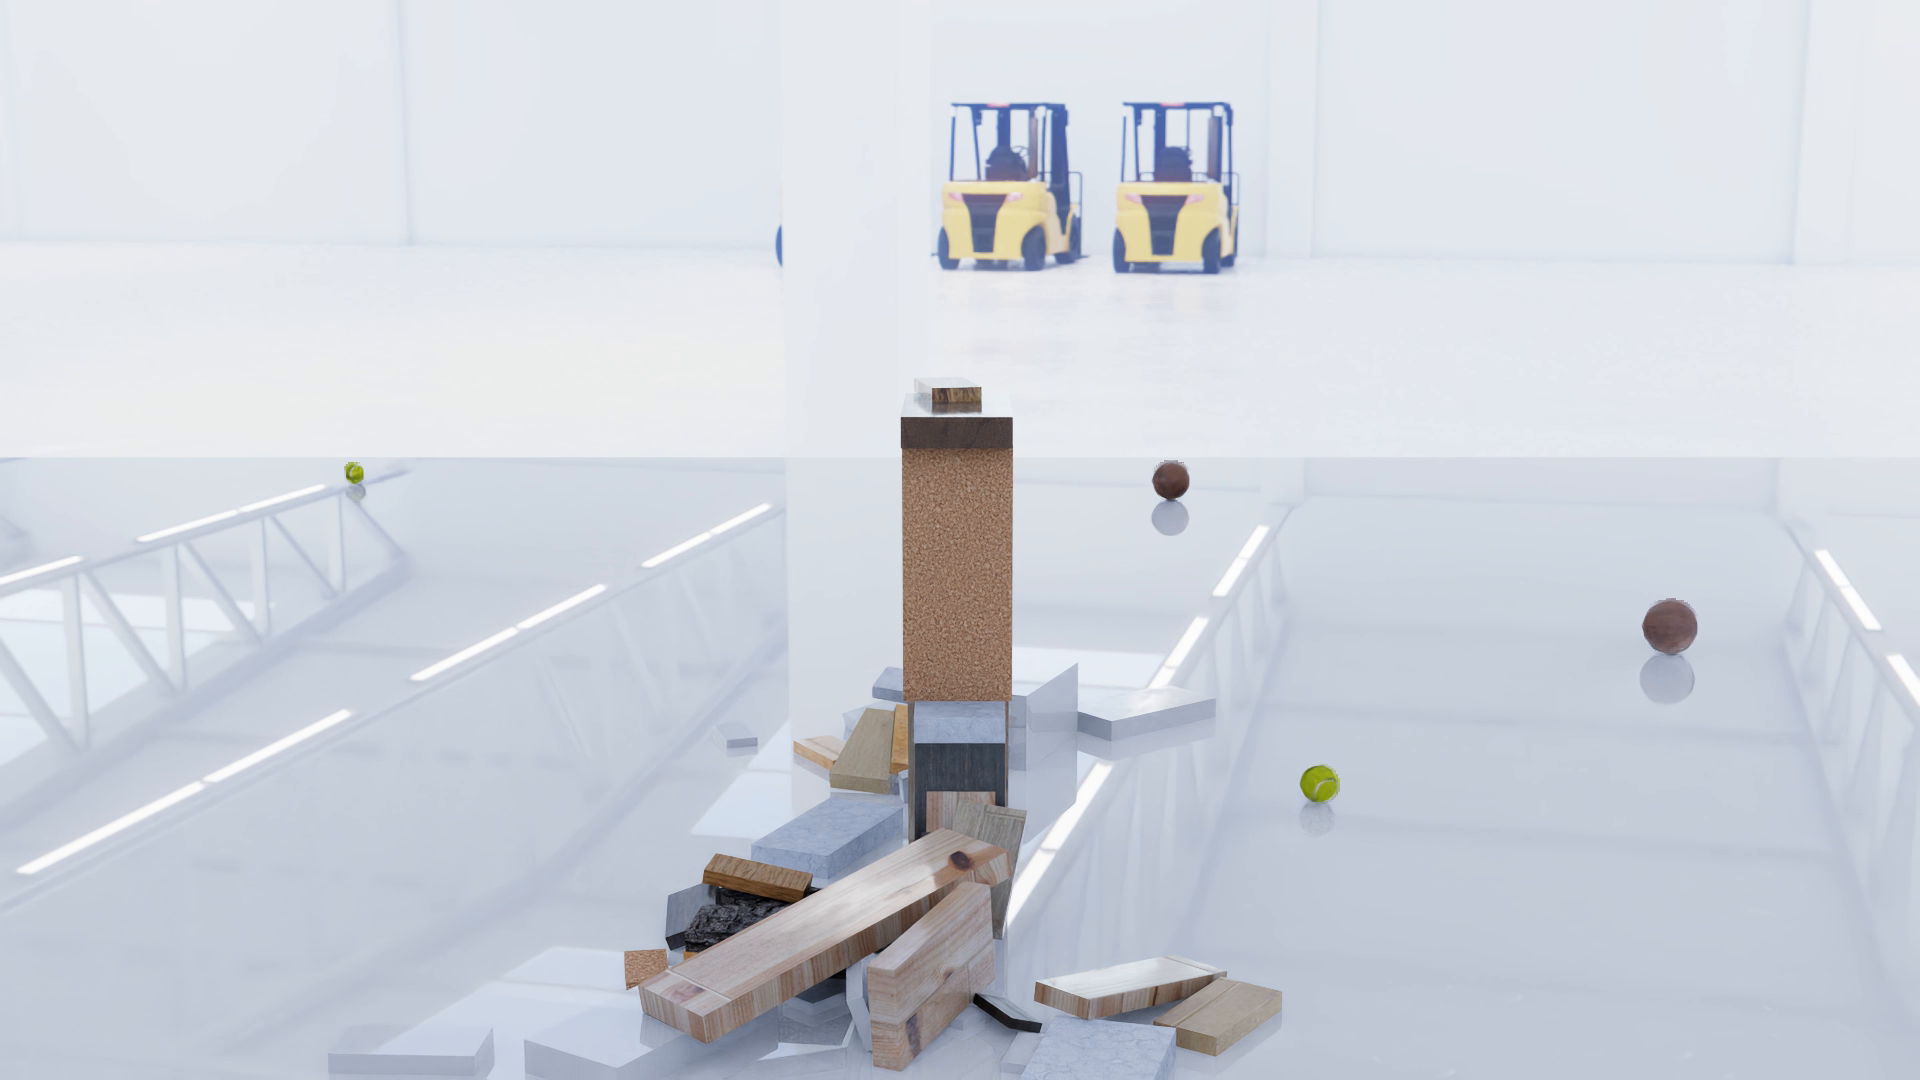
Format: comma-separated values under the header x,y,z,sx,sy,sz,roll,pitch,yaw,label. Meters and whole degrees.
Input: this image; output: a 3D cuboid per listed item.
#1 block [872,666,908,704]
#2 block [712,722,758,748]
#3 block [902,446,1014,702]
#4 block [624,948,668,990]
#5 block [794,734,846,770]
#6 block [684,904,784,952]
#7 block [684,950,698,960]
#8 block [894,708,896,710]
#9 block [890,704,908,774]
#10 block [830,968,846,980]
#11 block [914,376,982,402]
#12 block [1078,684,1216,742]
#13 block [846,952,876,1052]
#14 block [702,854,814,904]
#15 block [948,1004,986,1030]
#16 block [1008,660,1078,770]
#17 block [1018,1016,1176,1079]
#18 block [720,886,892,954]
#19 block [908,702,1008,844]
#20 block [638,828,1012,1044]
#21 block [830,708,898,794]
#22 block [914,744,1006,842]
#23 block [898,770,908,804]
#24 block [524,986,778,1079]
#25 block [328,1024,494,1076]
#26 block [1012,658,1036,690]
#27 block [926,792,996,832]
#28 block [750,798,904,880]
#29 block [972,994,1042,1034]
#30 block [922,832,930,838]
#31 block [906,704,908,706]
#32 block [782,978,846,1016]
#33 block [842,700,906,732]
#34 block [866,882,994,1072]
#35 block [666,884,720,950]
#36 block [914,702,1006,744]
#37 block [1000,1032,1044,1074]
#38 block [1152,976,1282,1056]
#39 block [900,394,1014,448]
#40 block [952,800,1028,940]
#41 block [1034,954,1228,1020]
x,y,z,sx,sy,sz,roll,pitch,yaw,label
-0.075,0.306,4.500,0.189,0.027,0.095,9,25,15,block
-0.471,0.408,4.600,0.065,0.018,0.131,-4,11,-18,block
-0.004,0.052,3.579,0.178,0.420,0.050,0,11,0,block
-0.471,0.648,3.307,0.064,0.018,0.128,-2,11,-10,block
-0.260,0.432,4.455,0.086,0.024,0.171,-6,12,-31,block
-0.285,0.588,3.308,0.233,0.033,0.117,1,11,7,block
-0.365,0.629,3.408,0.064,0.018,0.128,5,12,27,block
-0.055,0.396,4.493,0.104,0.030,0.209,-6,25,-18,block
-0.085,0.394,4.297,0.095,0.027,0.189,10,32,-4,block
-0.268,0.619,3.324,0.233,0.033,0.117,2,11,11,block
-0.022,-0.259,3.774,0.085,0.024,0.171,-2,10,-11,block
0.387,0.370,4.734,0.307,0.043,0.153,-8,13,-38,block
-0.138,0.633,3.144,0.023,0.082,0.247,-19,16,2,block
-0.328,0.549,3.567,0.165,0.023,0.082,11,12,5,block
-0.022,0.677,3.160,0.105,0.015,0.053,8,13,36,block
0.170,0.356,4.507,0.043,0.153,0.307,4,11,22,block
0.148,0.730,2.787,0.168,0.048,0.505,3,11,15,block
-0.235,0.598,3.536,0.335,0.033,0.117,7,13,33,block
-0.003,0.383,3.834,0.174,0.347,0.049,0,10,0,block
-0.183,0.560,3.177,0.580,0.042,0.149,-22,23,-39,block
-0.163,0.413,4.324,0.118,0.034,0.237,5,29,15,block
0.000,0.459,3.573,0.146,0.292,0.041,0,-3,0,block
-0.051,0.448,4.167,0.133,0.067,0.019,-18,43,-18,block
-0.425,0.679,3.059,0.168,0.048,0.337,7,13,33,block
-0.750,0.698,3.011,0.200,0.028,0.100,0,11,2,block
0.095,0.337,4.912,0.153,0.043,0.444,0,11,-2,block
0.001,0.513,3.509,0.110,0.220,0.031,0,-17,0,block
-0.232,0.526,3.897,0.149,0.042,0.298,5,11,24,block
0.067,0.674,3.132,0.053,0.015,0.105,17,1,-31,block
-0.007,0.555,3.418,0.110,0.031,0.220,0,49,0,block
-0.036,0.353,4.463,0.095,0.027,0.341,-8,25,-21,block
-0.191,0.663,3.228,0.064,0.018,0.128,10,14,42,block
-0.134,0.361,4.682,0.209,0.030,0.104,-17,13,-18,block
-0.037,0.608,3.092,0.042,0.149,0.298,4,16,26,block
-0.423,0.593,3.490,0.082,0.023,0.165,-20,15,-1,block
0.000,0.275,3.641,0.146,0.041,0.292,0,11,0,block
0.094,0.704,3.014,0.053,0.015,0.105,3,11,15,block
0.368,0.676,3.128,0.100,0.028,0.200,7,13,34,block
-0.005,-0.200,3.656,0.178,0.050,0.356,0,10,0,block
0.032,0.511,3.415,0.110,0.031,0.220,8,49,7,block
0.250,0.643,3.172,0.100,0.028,0.320,10,5,42,block
